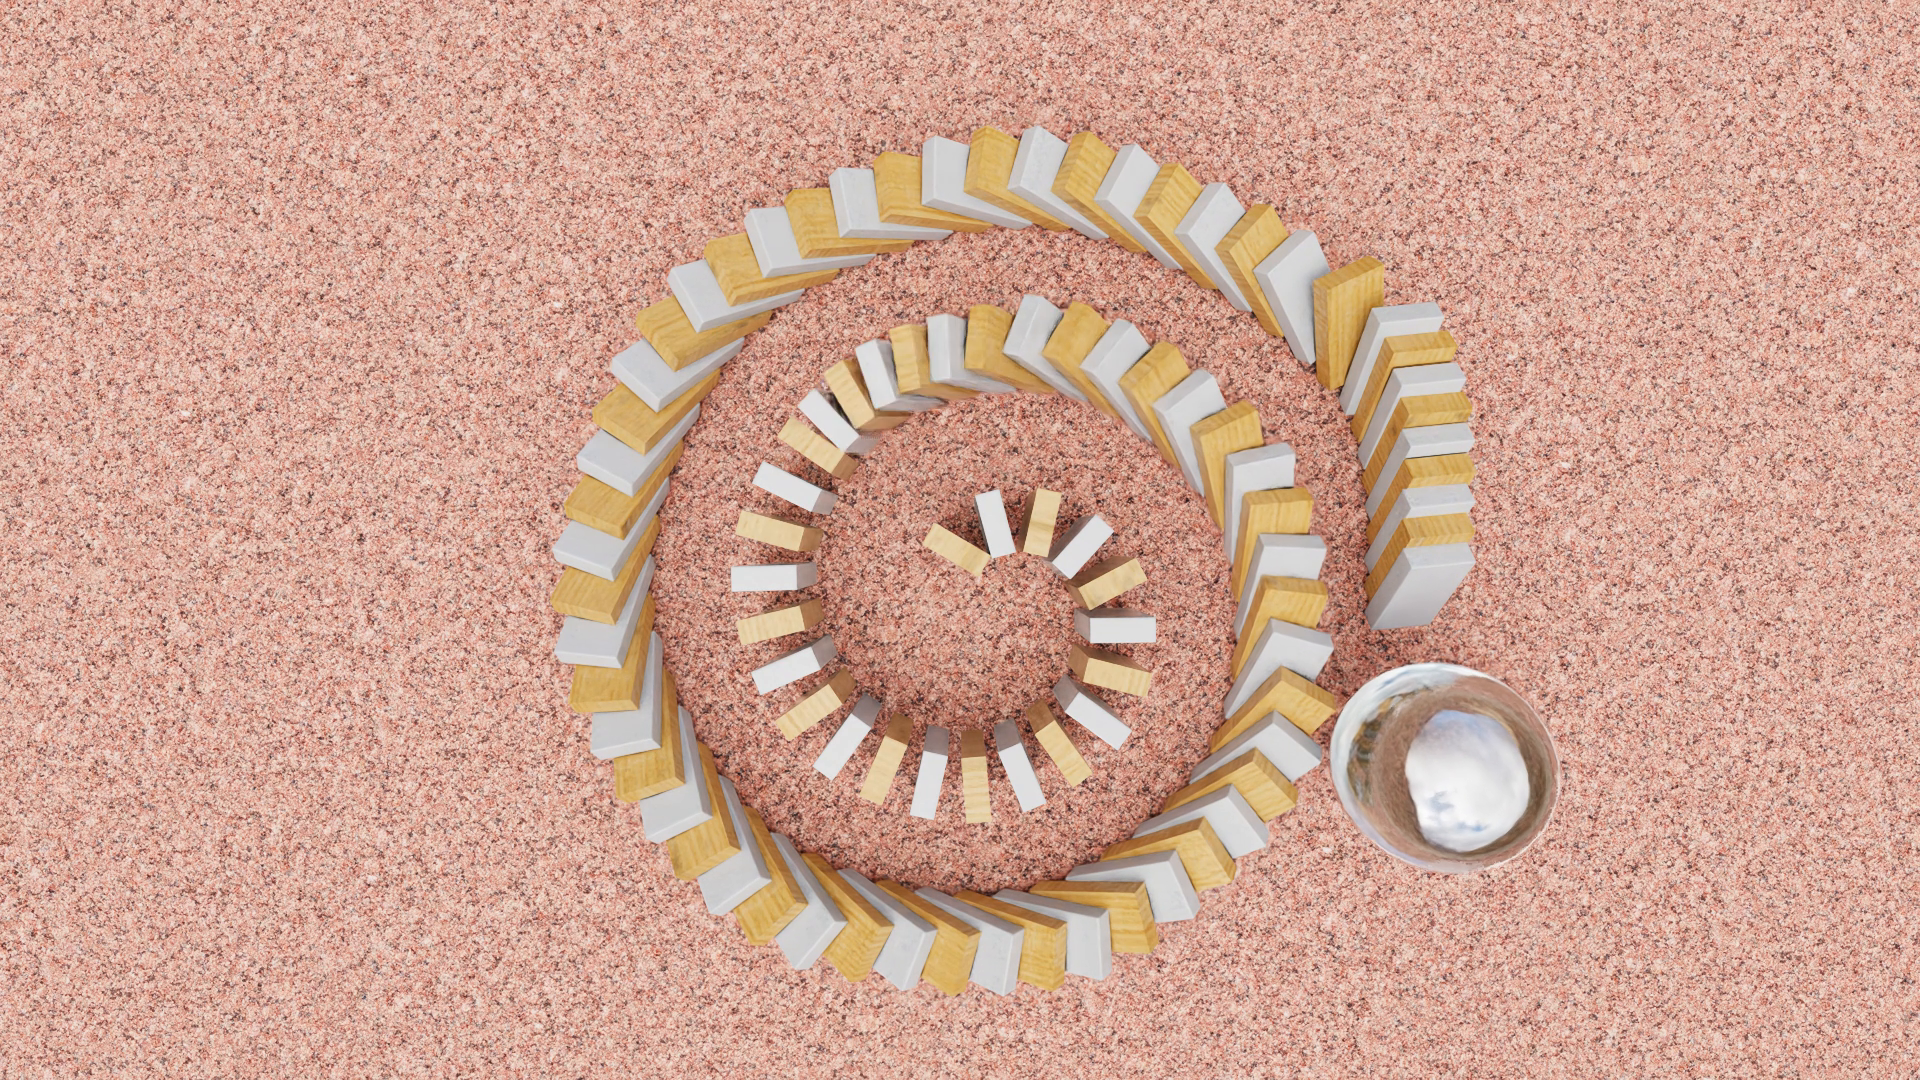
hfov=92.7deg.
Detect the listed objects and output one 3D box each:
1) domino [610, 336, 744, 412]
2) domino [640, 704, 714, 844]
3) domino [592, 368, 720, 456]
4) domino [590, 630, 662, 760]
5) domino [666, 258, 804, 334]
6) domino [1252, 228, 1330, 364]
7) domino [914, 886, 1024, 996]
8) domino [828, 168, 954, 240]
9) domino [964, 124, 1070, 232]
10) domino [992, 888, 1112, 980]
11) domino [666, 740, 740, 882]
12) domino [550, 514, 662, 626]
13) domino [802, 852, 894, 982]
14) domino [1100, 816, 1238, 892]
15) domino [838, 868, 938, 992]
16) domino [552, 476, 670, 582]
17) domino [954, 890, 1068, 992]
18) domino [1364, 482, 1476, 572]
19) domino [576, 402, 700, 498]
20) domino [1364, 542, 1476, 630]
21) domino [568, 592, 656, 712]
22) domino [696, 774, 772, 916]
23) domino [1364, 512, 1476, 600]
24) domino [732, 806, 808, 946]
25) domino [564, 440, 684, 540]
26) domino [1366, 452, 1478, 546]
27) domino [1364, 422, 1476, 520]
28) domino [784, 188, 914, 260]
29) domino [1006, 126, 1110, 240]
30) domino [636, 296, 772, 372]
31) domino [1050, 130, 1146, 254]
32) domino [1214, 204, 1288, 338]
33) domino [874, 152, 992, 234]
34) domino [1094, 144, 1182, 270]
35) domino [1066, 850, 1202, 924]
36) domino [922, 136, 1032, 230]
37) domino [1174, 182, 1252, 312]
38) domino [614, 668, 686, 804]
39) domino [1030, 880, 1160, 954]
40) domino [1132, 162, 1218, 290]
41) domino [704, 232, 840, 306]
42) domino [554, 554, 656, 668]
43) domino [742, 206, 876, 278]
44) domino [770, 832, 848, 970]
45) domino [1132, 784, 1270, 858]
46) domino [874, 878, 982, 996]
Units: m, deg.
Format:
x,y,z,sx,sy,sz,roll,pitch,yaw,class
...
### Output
x,y,z,sx,sy,sz,roll,pitch,yaw,class
-0.117,-0.077,0.382,0.025,0.009,0.050,42,55,0,domino
-0.121,0.097,0.382,0.025,0.010,0.050,-25,56,0,domino
-0.126,-0.061,0.382,0.025,0.010,0.050,34,56,0,domino
-0.138,0.064,0.382,0.025,0.009,0.050,-12,55,0,domino
-0.093,-0.106,0.382,0.050,0.010,0.025,-30,90,-34,domino
0.144,-0.101,0.382,0.025,0.010,0.050,-42,124,0,domino
0.001,0.166,0.382,0.050,0.010,0.025,9,91,34,domino
-0.028,-0.140,0.382,0.050,0.009,0.025,-11,90,-33,domino
0.026,-0.150,0.382,0.050,0.010,0.025,10,90,-34,domino
0.038,0.163,0.382,0.050,0.009,0.025,-3,91,35,domino
-0.111,0.112,0.382,0.025,0.009,0.050,-30,56,0,domino
-0.147,0.009,0.382,0.025,0.009,0.050,13,56,0,domino
-0.053,0.156,0.382,0.050,0.010,0.025,29,90,34,domino
0.086,0.135,0.382,0.050,0.009,0.025,-32,90,34,domino
-0.035,0.161,0.382,0.050,0.009,0.025,21,90,34,domino
-0.144,-0.009,0.382,0.025,0.010,0.050,20,56,0,domino
0.020,0.166,0.382,0.050,0.010,0.025,4,91,34,domino
0.188,-0.003,0.377,0.025,0.050,0.010,-6,56,0,domino
-0.133,-0.044,0.382,0.025,0.010,0.050,28,56,0,domino
0.188,0.020,0.377,0.025,0.050,0.010,-6,56,0,domino
-0.144,0.046,0.382,0.025,0.009,0.050,-3,55,0,domino
-0.100,0.126,0.382,0.025,0.009,0.050,-36,56,1,domino
0.188,0.008,0.377,0.025,0.050,0.009,-6,56,0,domino
-0.086,0.139,0.382,0.025,0.010,0.050,-43,56,1,domino
-0.139,-0.026,0.382,0.025,0.010,0.050,22,56,0,domino
0.188,-0.015,0.377,0.025,0.050,0.009,-6,56,0,domino
0.188,-0.027,0.377,0.025,0.050,0.010,-6,55,0,domino
-0.046,-0.133,0.382,0.050,0.010,0.025,-17,90,-34,domino
0.045,-0.148,0.382,0.050,0.009,0.025,17,89,-34,domino
-0.106,-0.093,0.382,0.025,0.010,0.050,50,56,0,domino
0.063,-0.144,0.382,0.050,0.009,0.025,23,90,-34,domino
0.129,-0.112,0.382,0.025,0.010,0.050,-47,123,0,domino
-0.011,-0.144,0.382,0.050,0.009,0.025,-6,90,-33,domino
0.080,-0.138,0.382,0.050,0.009,0.025,29,90,-34,domino
0.072,0.146,0.382,0.050,0.009,0.025,-24,90,34,domino
0.008,-0.148,0.382,0.050,0.010,0.025,1,90,-34,domino
0.113,-0.121,0.382,0.050,0.009,0.025,36,90,-33,domino
-0.131,0.081,0.382,0.025,0.009,0.050,-18,56,0,domino
0.055,0.156,0.382,0.050,0.009,0.025,-14,90,35,domino
0.097,-0.130,0.382,0.050,0.010,0.025,31,90,-34,domino
-0.078,-0.116,0.382,0.050,0.009,0.025,-26,90,-34,domino
-0.147,0.028,0.382,0.025,0.010,0.050,6,56,0,domino
-0.062,-0.126,0.382,0.050,0.009,0.025,-20,90,-34,domino
-0.071,0.149,0.382,0.025,0.010,0.050,-50,55,1,domino
0.100,0.123,0.382,0.050,0.009,0.025,-38,90,34,domino
-0.017,0.165,0.382,0.050,0.009,0.025,16,90,34,domino
